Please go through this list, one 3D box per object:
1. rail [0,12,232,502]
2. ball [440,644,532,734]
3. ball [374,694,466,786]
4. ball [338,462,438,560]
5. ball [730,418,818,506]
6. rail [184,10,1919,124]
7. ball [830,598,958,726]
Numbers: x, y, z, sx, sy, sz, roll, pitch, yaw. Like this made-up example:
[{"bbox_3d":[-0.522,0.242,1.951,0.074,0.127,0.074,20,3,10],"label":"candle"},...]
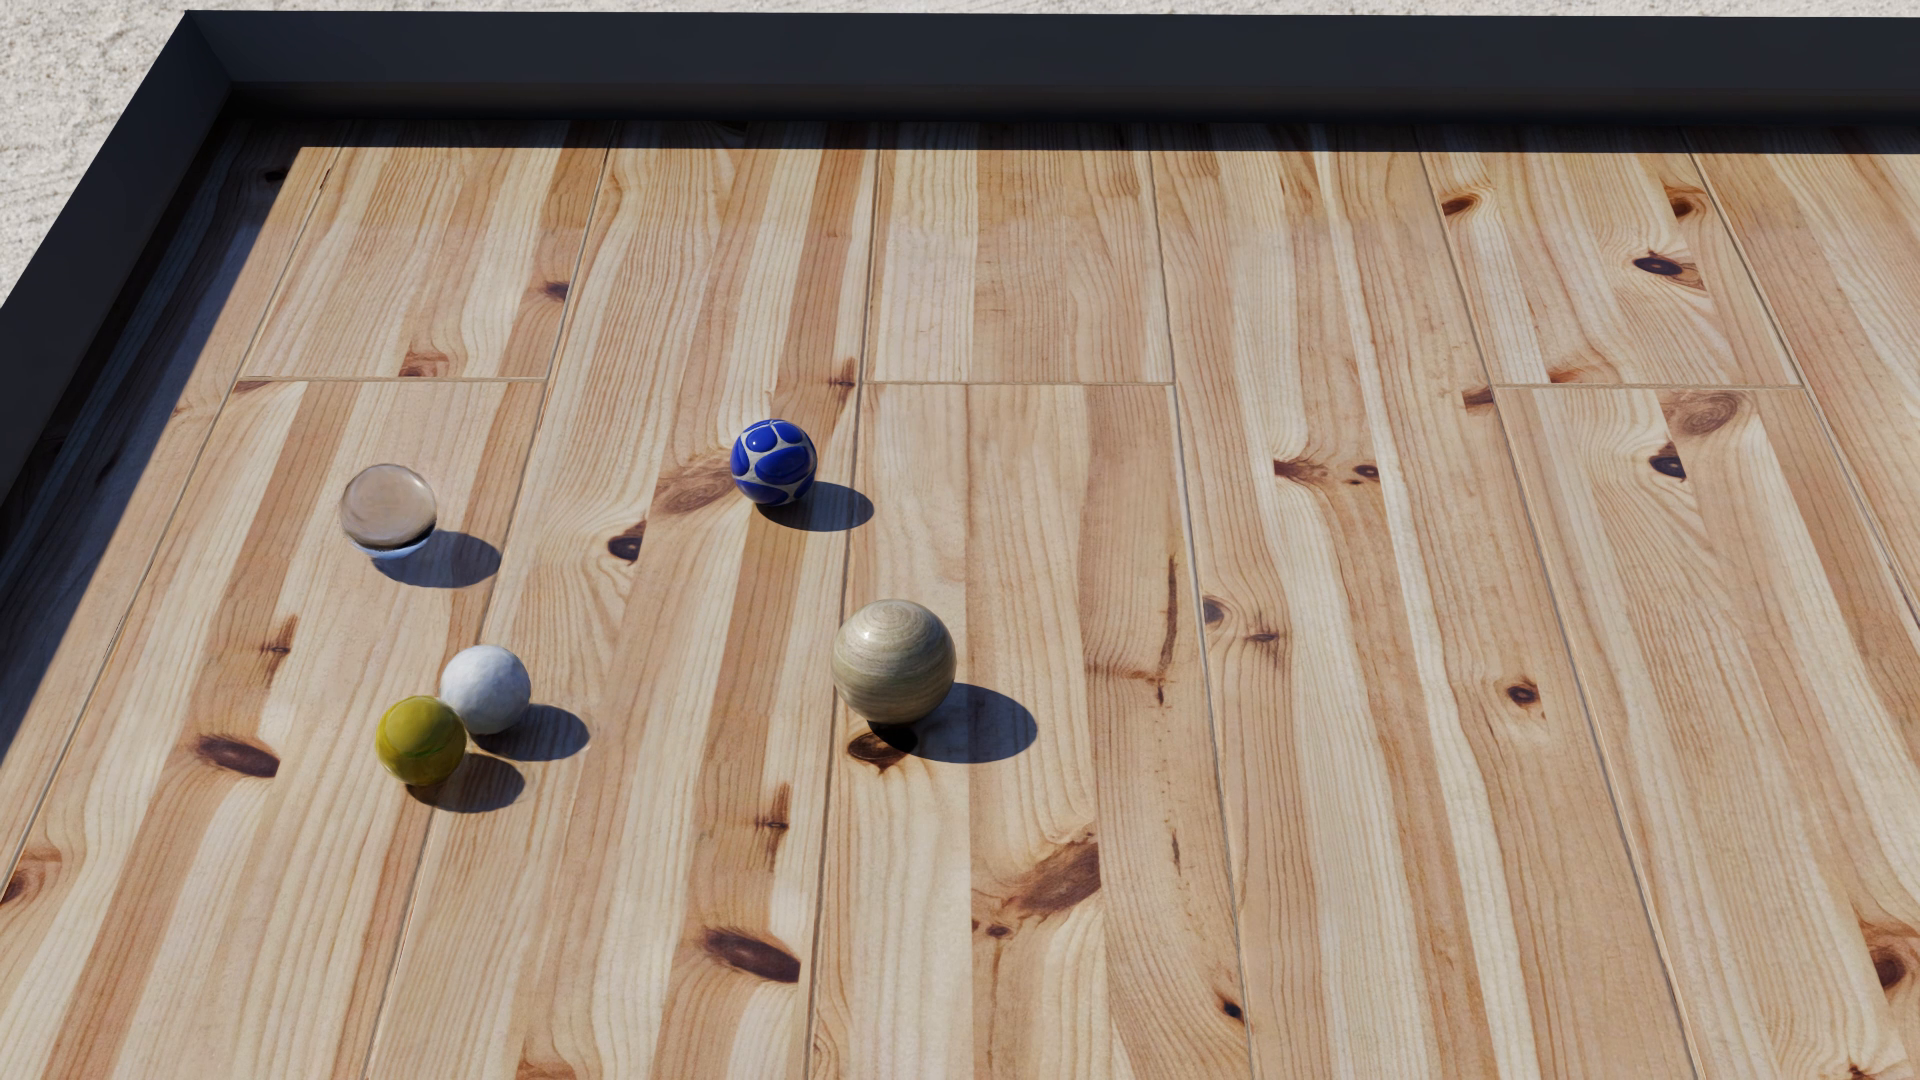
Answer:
[{"bbox_3d":[-0.699,-0.021,1.801,0.045,0.108,1.470,0,35,0],"label":"rail"},{"bbox_3d":[-0.310,0.098,1.678,0.059,0.059,0.059,0,35,0],"label":"ball"},{"bbox_3d":[-0.344,0.128,1.637,0.058,0.058,0.058,0,35,0],"label":"ball"},{"bbox_3d":[-0.409,-0.020,1.835,0.070,0.070,0.070,0,35,0],"label":"ball"},{"bbox_3d":[-0.137,-0.057,1.891,0.065,0.065,0.065,0,35,0],"label":"ball"},{"bbox_3d":[0.730,-0.424,2.370,2.893,0.108,0.045,0,35,0],"label":"rail"},{"bbox_3d":[-0.044,0.080,1.683,0.083,0.083,0.083,0,35,0],"label":"ball"}]
